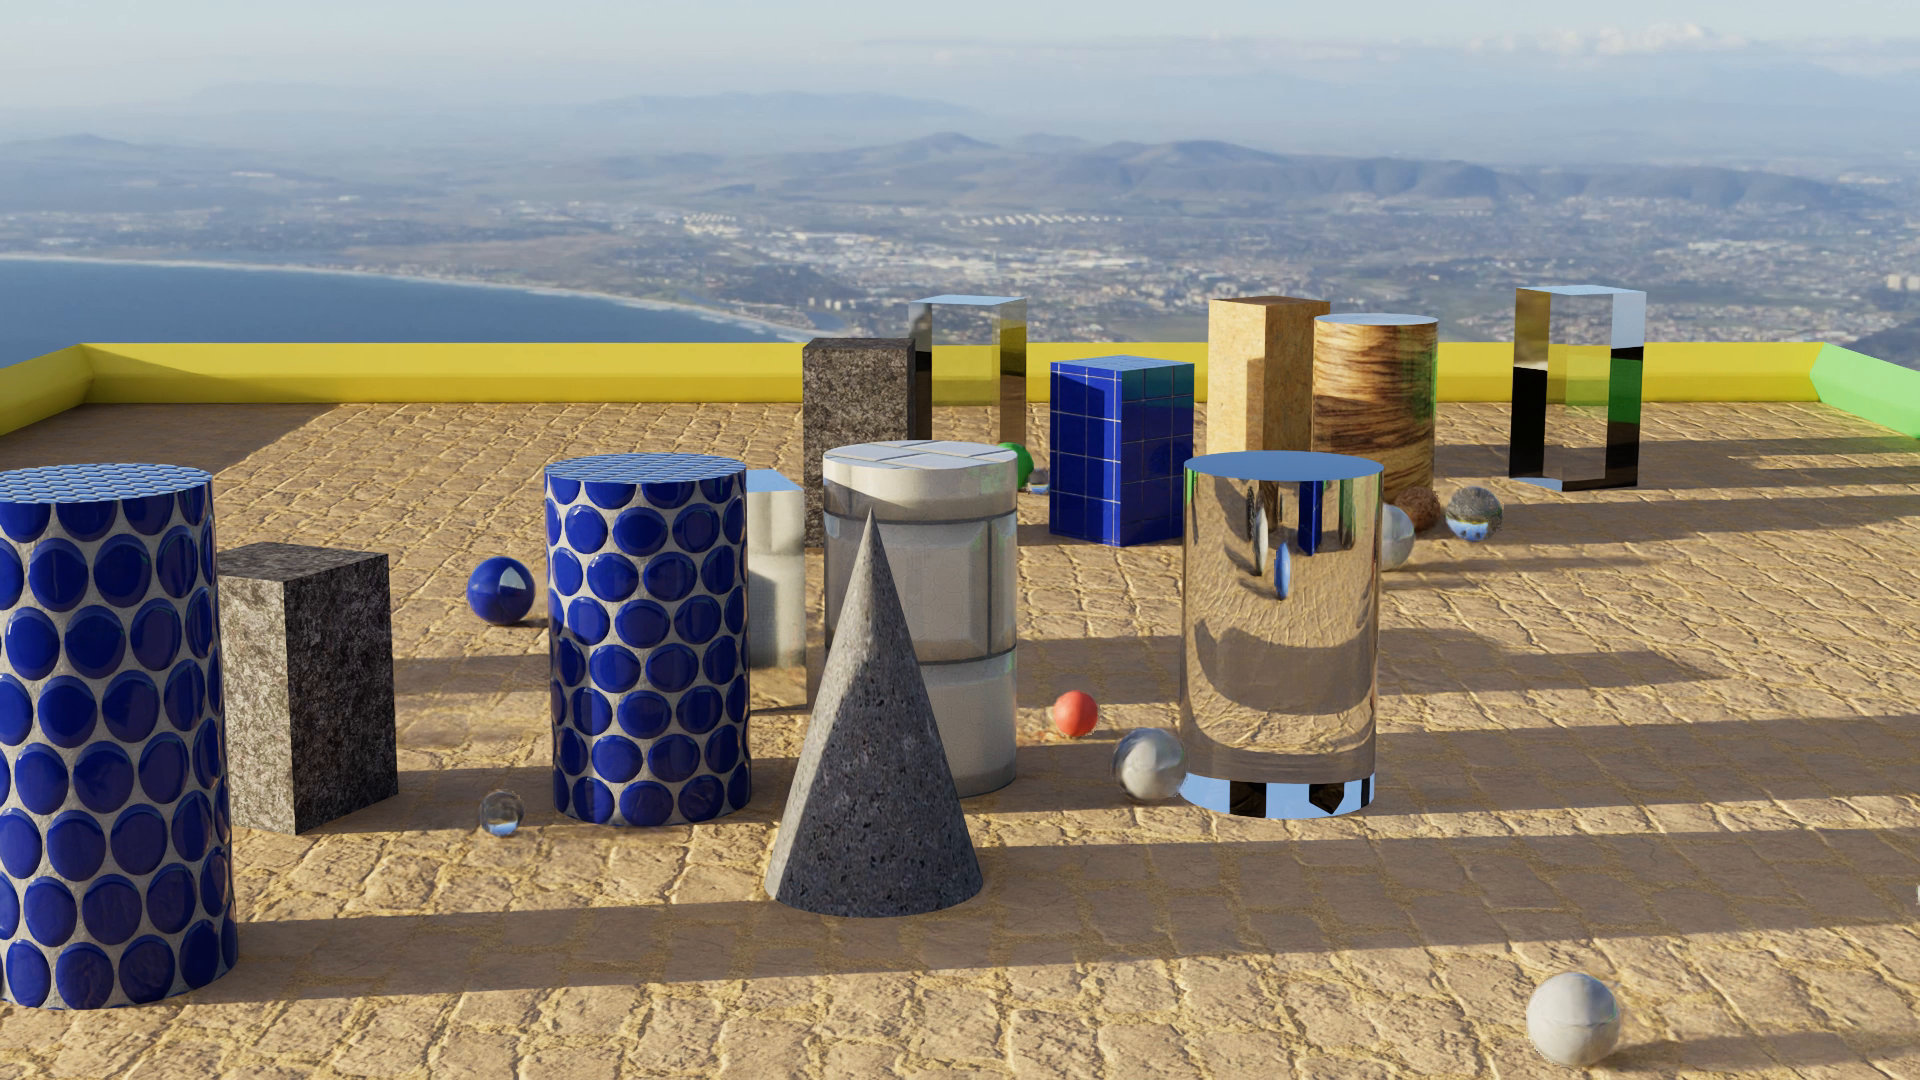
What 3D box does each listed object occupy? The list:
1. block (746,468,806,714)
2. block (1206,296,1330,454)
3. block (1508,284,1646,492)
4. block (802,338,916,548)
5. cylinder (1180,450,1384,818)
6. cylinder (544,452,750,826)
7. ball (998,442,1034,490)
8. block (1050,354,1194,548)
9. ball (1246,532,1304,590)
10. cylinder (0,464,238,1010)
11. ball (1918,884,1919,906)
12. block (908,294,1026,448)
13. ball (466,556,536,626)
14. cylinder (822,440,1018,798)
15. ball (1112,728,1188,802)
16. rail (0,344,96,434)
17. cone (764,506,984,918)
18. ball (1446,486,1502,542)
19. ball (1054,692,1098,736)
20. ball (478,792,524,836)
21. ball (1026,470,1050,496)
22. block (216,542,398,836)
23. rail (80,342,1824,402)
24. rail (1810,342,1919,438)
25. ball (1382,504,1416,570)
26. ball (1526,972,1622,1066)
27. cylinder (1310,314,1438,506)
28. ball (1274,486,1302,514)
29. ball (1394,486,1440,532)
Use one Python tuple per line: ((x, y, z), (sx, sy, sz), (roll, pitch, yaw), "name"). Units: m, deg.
((-0.274, 0.059, 2.968), (0.158, 0.255, 0.158), (-3, 11, -16), "block")
((0.576, -0.300, 4.797), (0.158, 0.295, 0.158), (-7, 13, -34), "block")
((1.083, -0.269, 4.506), (0.158, 0.340, 0.158), (-4, 11, -22), "block")
((-0.154, -0.152, 3.967), (0.158, 0.306, 0.158), (1, 11, 4), "block")
((0.321, 0.090, 2.577), (0.198, 0.335, 0.198), (0, 10, 0), "cylinder")
((-0.309, 0.094, 2.551), (0.198, 0.337, 0.198), (0, 10, 0), "cylinder")
((0.085, -0.126, 4.434), (0.085, 0.085, 0.085), (0, 10, 0), "ball")
((0.252, -0.142, 4.011), (0.158, 0.271, 0.158), (-9, 14, -40), "block")
((0.442, 0.030, 3.605), (0.080, 0.080, 0.080), (0, 10, 0), "ball")
((-0.693, 0.152, 2.064), (0.198, 0.401, 0.198), (0, 10, 0), "cylinder")
((0.846, 0.300, 2.161), (0.074, 0.074, 0.074), (0, 10, 0), "ball")
((0.014, -0.266, 4.548), (0.158, 0.319, 0.158), (5, 11, 24), "block")
((-0.604, 0.067, 3.375), (0.091, 0.091, 0.091), (0, 10, 0), "ball")
((-0.040, 0.078, 2.638), (0.198, 0.337, 0.198), (0, 10, 0), "cylinder")
((0.190, 0.225, 2.565), (0.075, 0.075, 0.075), (0, 10, 0), "ball")
((-1.879, 0.035, 3.438), (0.045, 0.129, 4.385), (0, 10, 0), "rail")
((-0.078, 0.139, 2.286), (0.198, 0.345, 0.198), (0, 10, 0), "cone")
((0.795, -0.040, 3.965), (0.086, 0.086, 0.086), (0, 10, 0), "ball")
((0.128, 0.191, 2.819), (0.050, 0.050, 0.050), (0, 10, 0), "ball")
((-0.439, 0.262, 2.454), (0.043, 0.043, 0.043), (0, 10, 0), "ball")
((0.136, -0.099, 4.401), (0.044, 0.044, 0.044), (0, 10, 0), "ball")
((-0.674, 0.142, 2.538), (0.158, 0.248, 0.158), (5, 12, 25), "block")
((-0.012, -0.362, 5.581), (3.806, 0.129, 0.045), (0, 10, 0), "rail")
((1.879, 0.031, 3.459), (0.045, 0.129, 4.385), (0, 10, 0), "rail")
((0.614, -0.005, 3.741), (0.099, 0.099, 0.099), (0, 10, 0), "ball")
((0.453, 0.353, 1.891), (0.068, 0.068, 0.068), (0, 10, 0), "ball")
((0.668, -0.195, 4.148), (0.198, 0.325, 0.198), (0, 10, 0), "cylinder")
((0.538, -0.065, 4.207), (0.048, 0.048, 0.048), (0, 10, 0), "ball")
((0.720, -0.048, 4.046), (0.072, 0.072, 0.072), (0, 10, 0), "ball")
